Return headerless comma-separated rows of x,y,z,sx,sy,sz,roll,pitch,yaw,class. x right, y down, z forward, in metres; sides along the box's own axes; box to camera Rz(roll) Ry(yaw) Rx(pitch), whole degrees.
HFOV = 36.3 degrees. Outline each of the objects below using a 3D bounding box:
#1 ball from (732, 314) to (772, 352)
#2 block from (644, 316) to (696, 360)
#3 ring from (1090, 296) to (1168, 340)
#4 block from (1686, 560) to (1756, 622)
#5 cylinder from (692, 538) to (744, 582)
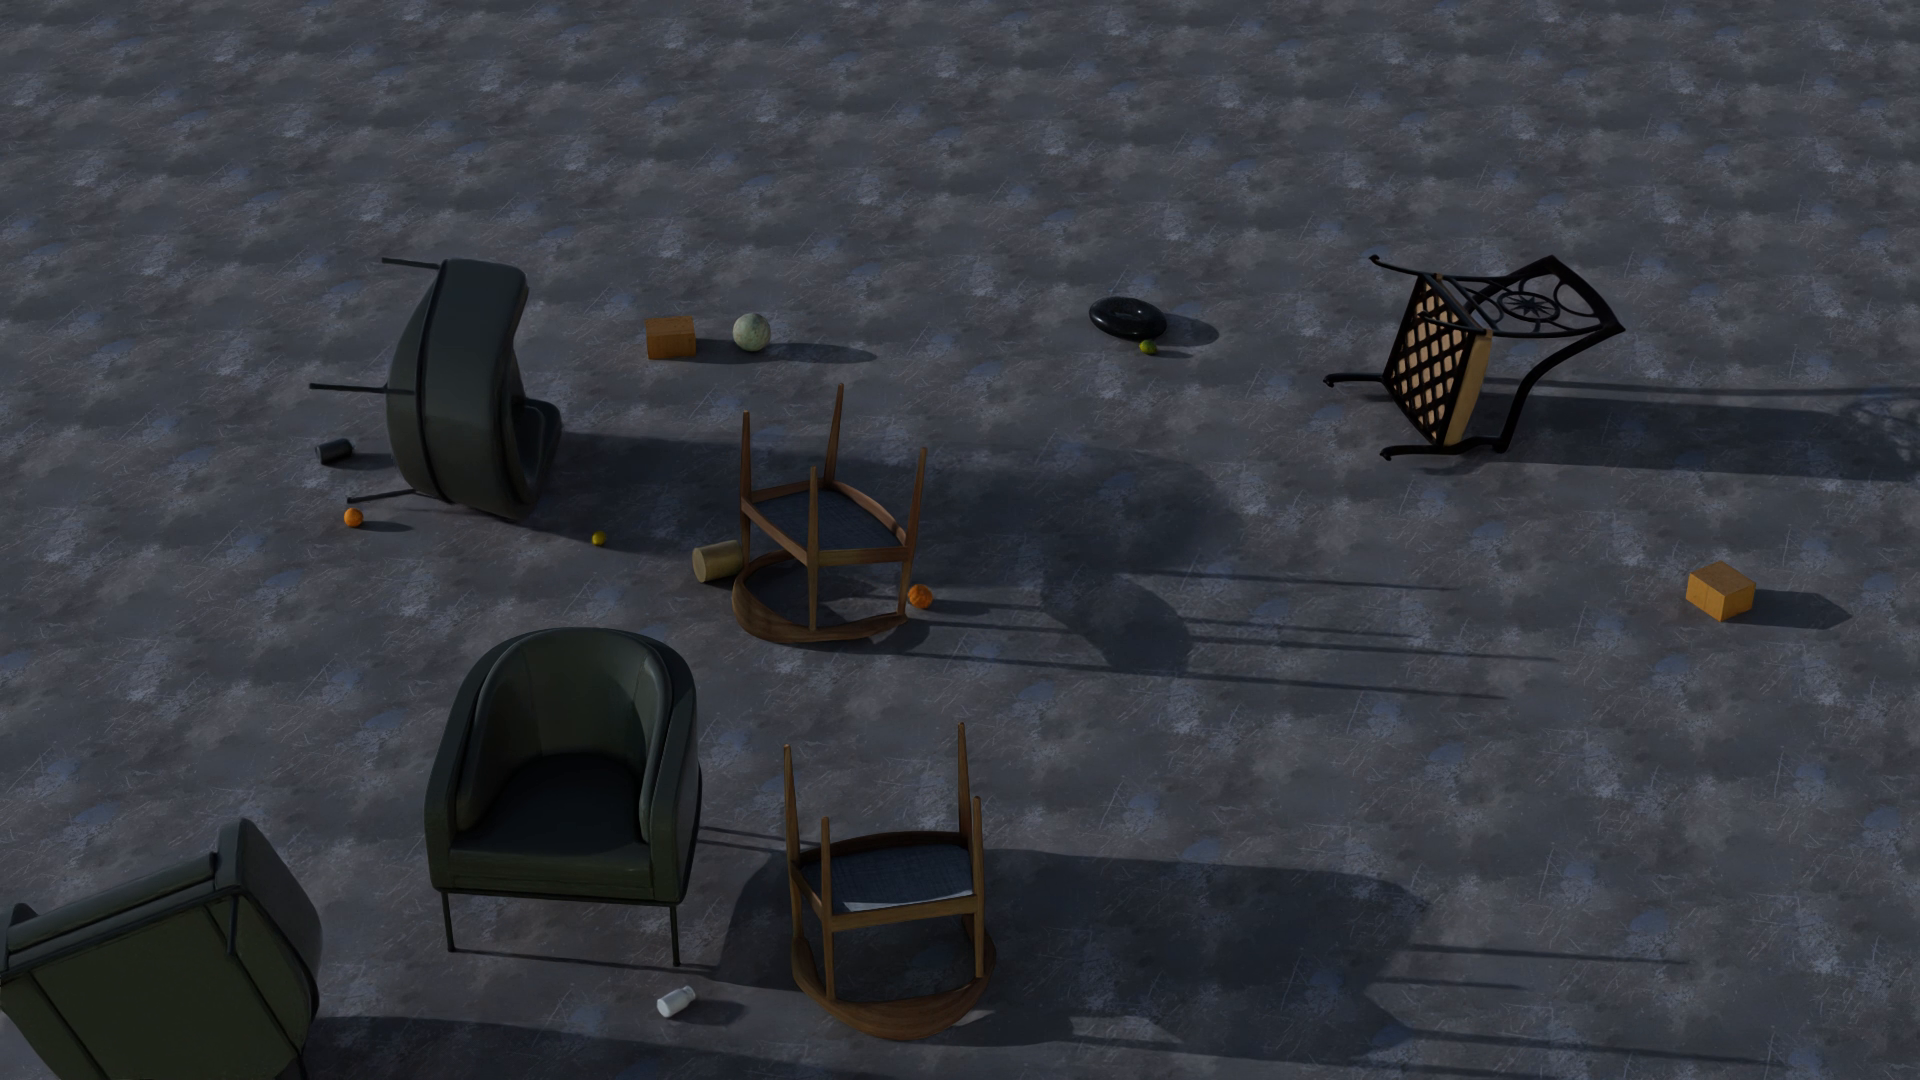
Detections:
-0.858,-0.857,12.101,0.159,0.159,0.159,0,33,0,ball
-1.197,-0.838,12.120,0.196,0.106,0.151,-5,34,-8,block
0.703,-0.929,12.278,0.350,0.084,0.264,21,38,28,ring
2.741,0.183,10.564,0.154,0.113,0.175,-19,38,-27,block
-0.881,0.075,10.689,0.148,0.128,0.180,-13,-9,-19,cylinder
